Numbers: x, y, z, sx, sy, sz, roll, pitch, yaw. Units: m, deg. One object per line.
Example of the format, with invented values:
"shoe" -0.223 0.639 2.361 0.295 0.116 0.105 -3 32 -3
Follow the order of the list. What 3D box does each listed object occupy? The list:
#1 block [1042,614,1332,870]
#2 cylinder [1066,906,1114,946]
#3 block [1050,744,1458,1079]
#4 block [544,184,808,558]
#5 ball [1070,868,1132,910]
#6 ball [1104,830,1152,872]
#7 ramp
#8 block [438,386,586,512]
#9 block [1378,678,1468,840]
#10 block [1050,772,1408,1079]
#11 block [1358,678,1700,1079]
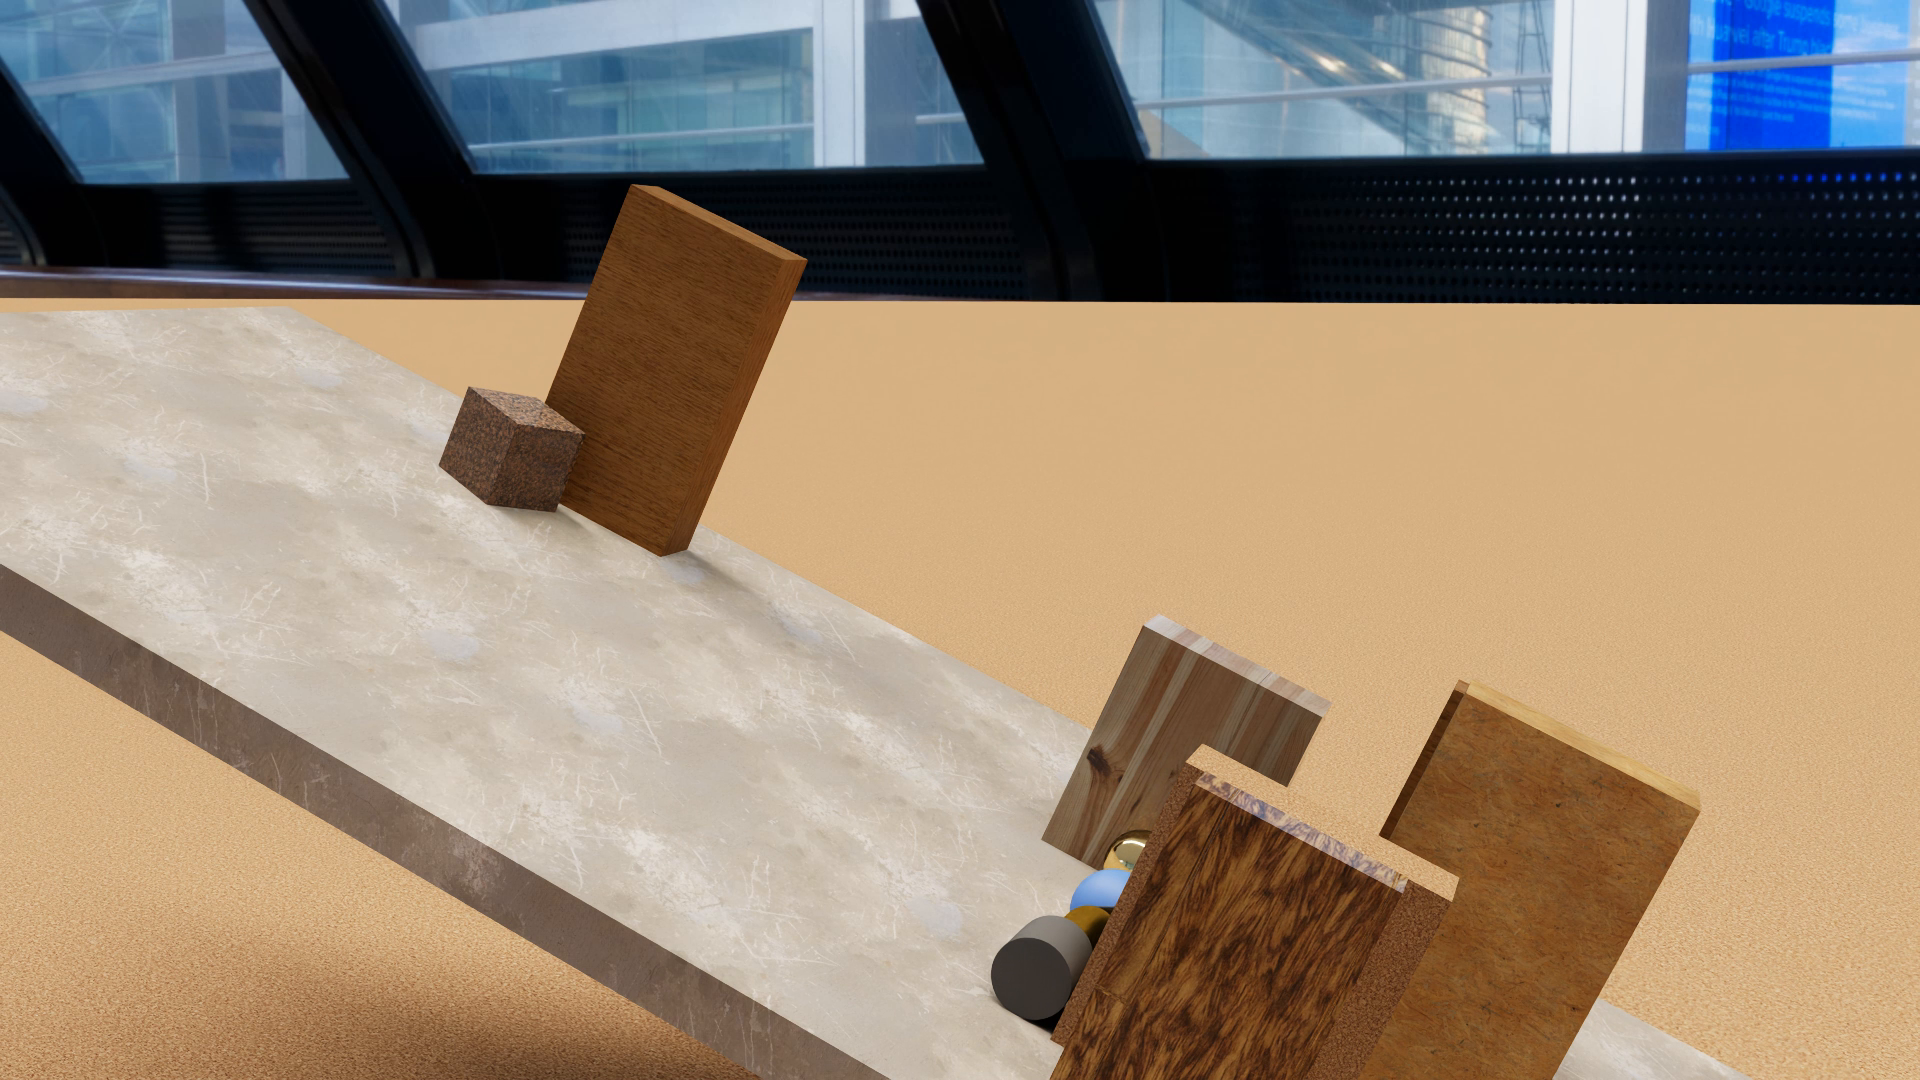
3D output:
"block" 0.434 0.444 4.219 0.373 0.472 0.144 27 14 12
"cylinder" 0.265 0.690 3.649 0.163 0.163 0.163 7 -3 45
"block" 0.451 0.648 3.397 0.439 0.502 0.136 27 14 12
"block" -0.673 -0.379 4.928 0.394 0.723 0.146 27 14 12
"ball" 0.267 0.649 3.834 0.151 0.151 0.151 0 7 0
"ball" 0.339 0.614 4.118 0.143 0.143 0.143 0 7 0
"ramp" -0.270 0.462 4.173 4.000 0.100 2.000 27 14 12
"block" -0.986 -0.198 4.840 0.194 0.194 0.194 34 16 36
"block" 0.981 0.607 4.295 0.310 0.584 0.112 27 14 12
"block" 0.367 0.651 3.132 0.318 0.552 0.082 27 14 12
"block" 0.878 0.648 3.681 0.406 0.712 0.137 27 14 12
